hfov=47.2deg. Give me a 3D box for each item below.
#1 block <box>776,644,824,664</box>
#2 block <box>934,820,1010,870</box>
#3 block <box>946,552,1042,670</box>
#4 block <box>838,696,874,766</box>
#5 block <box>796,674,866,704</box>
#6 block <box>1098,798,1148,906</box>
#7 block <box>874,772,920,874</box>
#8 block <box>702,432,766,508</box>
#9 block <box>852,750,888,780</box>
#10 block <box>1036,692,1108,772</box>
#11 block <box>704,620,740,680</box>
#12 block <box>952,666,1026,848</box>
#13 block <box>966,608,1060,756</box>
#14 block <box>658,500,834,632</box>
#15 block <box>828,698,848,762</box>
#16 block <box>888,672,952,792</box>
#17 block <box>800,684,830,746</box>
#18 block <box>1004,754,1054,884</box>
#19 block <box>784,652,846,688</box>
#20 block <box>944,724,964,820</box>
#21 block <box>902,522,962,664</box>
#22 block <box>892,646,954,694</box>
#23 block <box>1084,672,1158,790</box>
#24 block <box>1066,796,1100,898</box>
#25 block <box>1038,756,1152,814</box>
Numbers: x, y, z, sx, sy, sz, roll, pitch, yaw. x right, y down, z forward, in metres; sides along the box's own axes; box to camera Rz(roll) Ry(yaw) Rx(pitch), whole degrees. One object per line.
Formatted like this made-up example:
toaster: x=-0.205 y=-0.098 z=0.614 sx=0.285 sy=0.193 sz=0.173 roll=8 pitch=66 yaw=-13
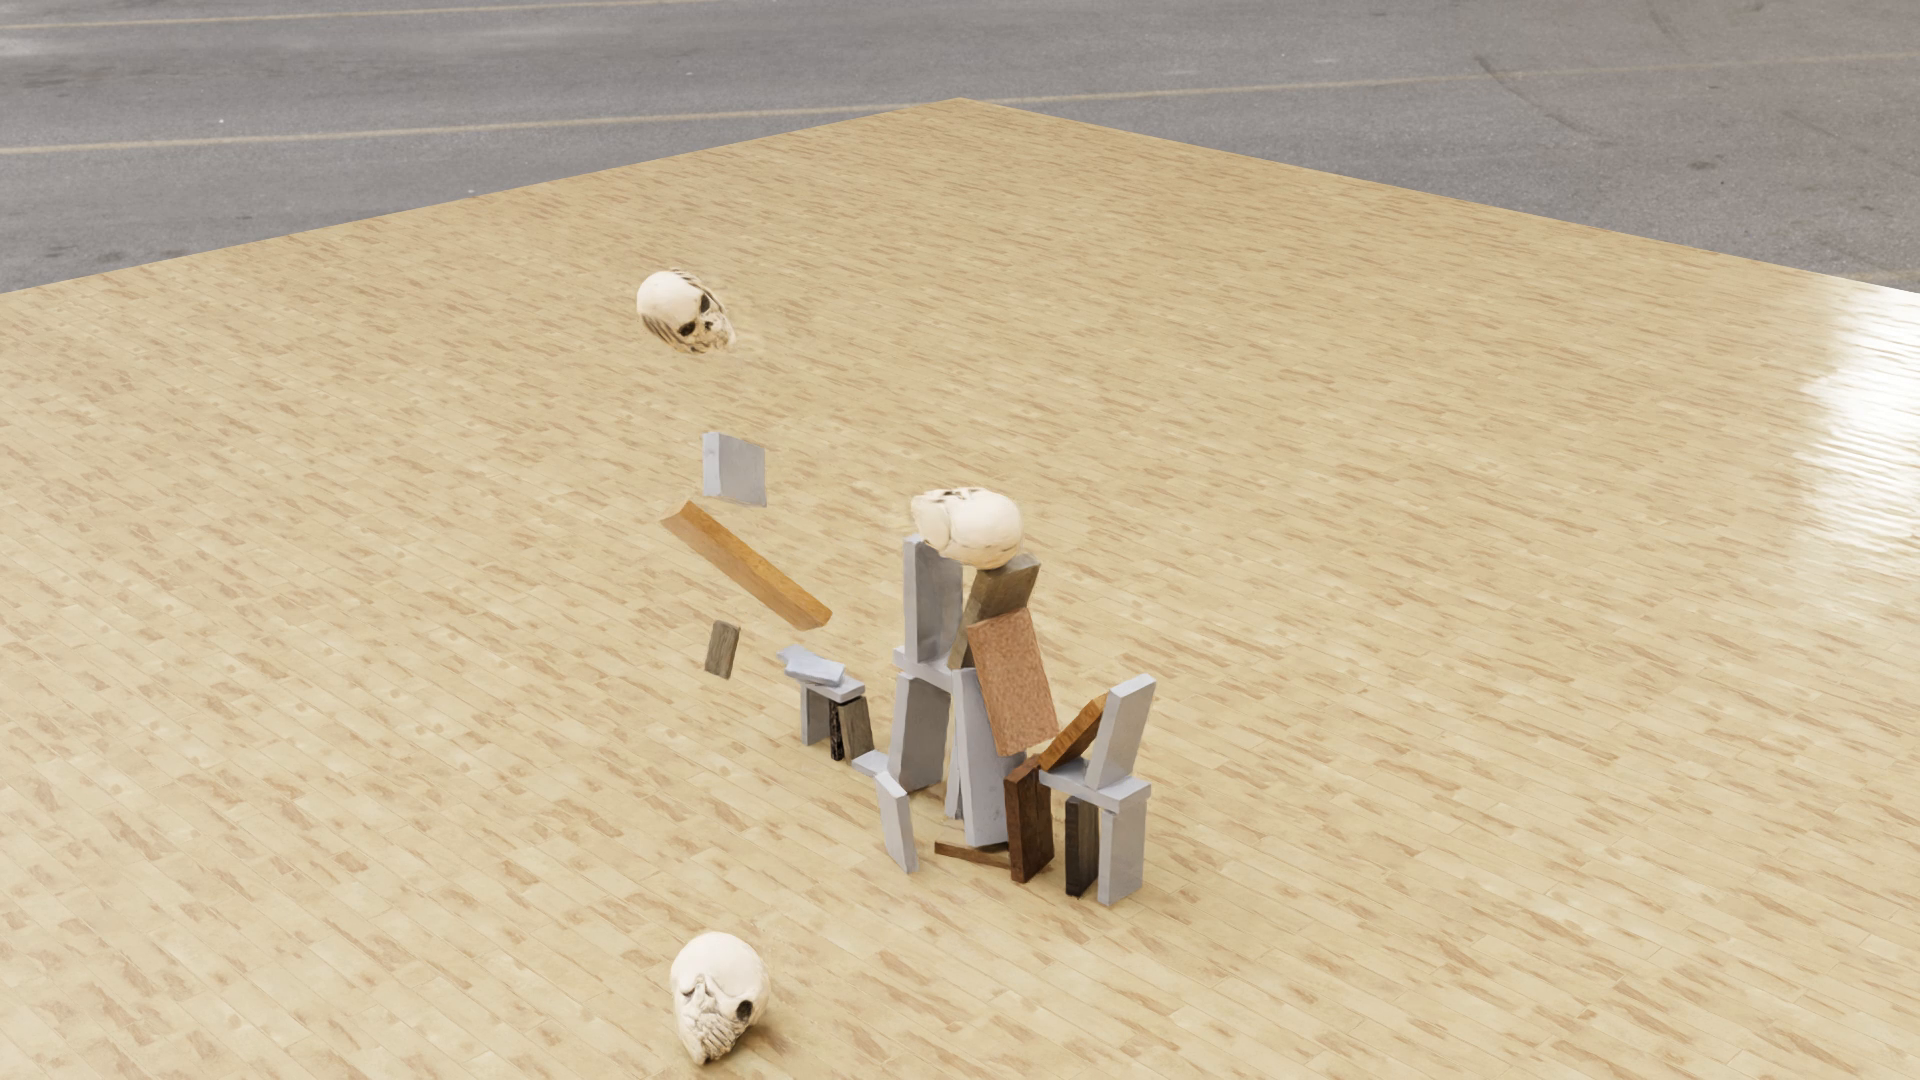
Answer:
block: x=-0.333 y=0.259 z=4.704 sx=0.058 sy=0.016 sz=0.116 roll=-21 pitch=34 yaw=-40
block: x=0.051 y=0.600 z=4.314 sx=0.182 sy=0.026 sz=0.091 roll=9 pitch=25 yaw=21
block: x=0.065 y=0.146 z=4.284 sx=0.129 sy=0.257 sz=0.036 roll=-15 pitch=48 yaw=-36
block: x=-0.218 y=0.402 z=4.641 sx=0.019 sy=0.133 sz=0.067 roll=8 pitch=22 yaw=45
block: x=-0.275 y=0.303 z=4.656 sx=0.142 sy=0.020 sz=0.071 roll=21 pitch=31 yaw=40
block: x=0.305 y=0.583 z=4.138 sx=0.028 sy=0.194 sz=0.097 roll=23 pitch=32 yaw=40
block: x=-0.121 y=0.545 z=4.236 sx=0.026 sy=0.182 sz=0.091 roll=-20 pitch=31 yaw=-21
block: x=-0.468 y=-0.143 z=4.566 sx=0.036 sy=0.128 sz=0.256 roll=-4 pitch=-6 yaw=16
block: x=-0.157 y=0.480 z=4.604 sx=0.133 sy=0.019 sz=0.067 roll=21 pitch=30 yaw=40
block: x=0.236 y=0.352 z=4.124 sx=0.106 sy=0.212 sz=0.030 roll=-21 pitch=68 yaw=-44
block: x=-0.513 y=0.236 z=4.744 sx=0.058 sy=0.116 sz=0.016 roll=20 pitch=15 yaw=24
block: x=0.063 y=0.416 z=4.276 sx=0.129 sy=0.342 sz=0.036 roll=-6 pitch=3 yaw=-28
block: x=0.103 y=0.272 z=4.230 sx=0.129 sy=0.257 sz=0.036 roll=-18 pitch=7 yaw=-33
block: x=-0.453 y=0.057 z=4.642 sx=0.036 sy=0.396 sz=0.128 roll=-59 pitch=20 yaw=-22
block: x=-0.242 y=0.390 z=4.658 sx=0.020 sy=0.142 sz=0.071 roll=20 pitch=30 yaw=41
block: x=-0.082 y=0.386 z=4.505 sx=0.036 sy=0.256 sz=0.128 roll=22 pitch=24 yaw=40
block: x=-0.308 y=0.365 z=4.719 sx=0.071 sy=0.142 sz=0.020 roll=-21 pitch=31 yaw=-41
block: x=0.133 y=0.533 z=4.204 sx=0.030 sy=0.227 sz=0.106 roll=13 pitch=31 yaw=33
block: x=-0.305 y=0.274 z=4.639 sx=0.116 sy=0.016 sz=0.058 roll=12 pitch=39 yaw=9
block: x=0.043 y=0.427 z=4.406 sx=0.128 sy=0.256 sz=0.036 roll=-7 pitch=22 yaw=-38
block: x=-0.053 y=0.104 z=4.364 sx=0.128 sy=0.257 sz=0.036 roll=-21 pitch=29 yaw=-41
block: x=-0.002 y=0.260 z=4.416 sx=0.128 sy=0.036 sz=0.256 roll=-16 pitch=27 yaw=-40
block: x=0.297 y=0.355 z=4.072 sx=0.030 sy=0.212 sz=0.106 roll=33 pitch=35 yaw=32
block: x=0.232 y=0.567 z=4.169 sx=0.028 sy=0.194 sz=0.097 roll=8 pitch=21 yaw=25
block: x=0.254 y=0.458 z=4.143 sx=0.194 sy=0.028 sz=0.097 roll=17 pitch=26 yaw=39
